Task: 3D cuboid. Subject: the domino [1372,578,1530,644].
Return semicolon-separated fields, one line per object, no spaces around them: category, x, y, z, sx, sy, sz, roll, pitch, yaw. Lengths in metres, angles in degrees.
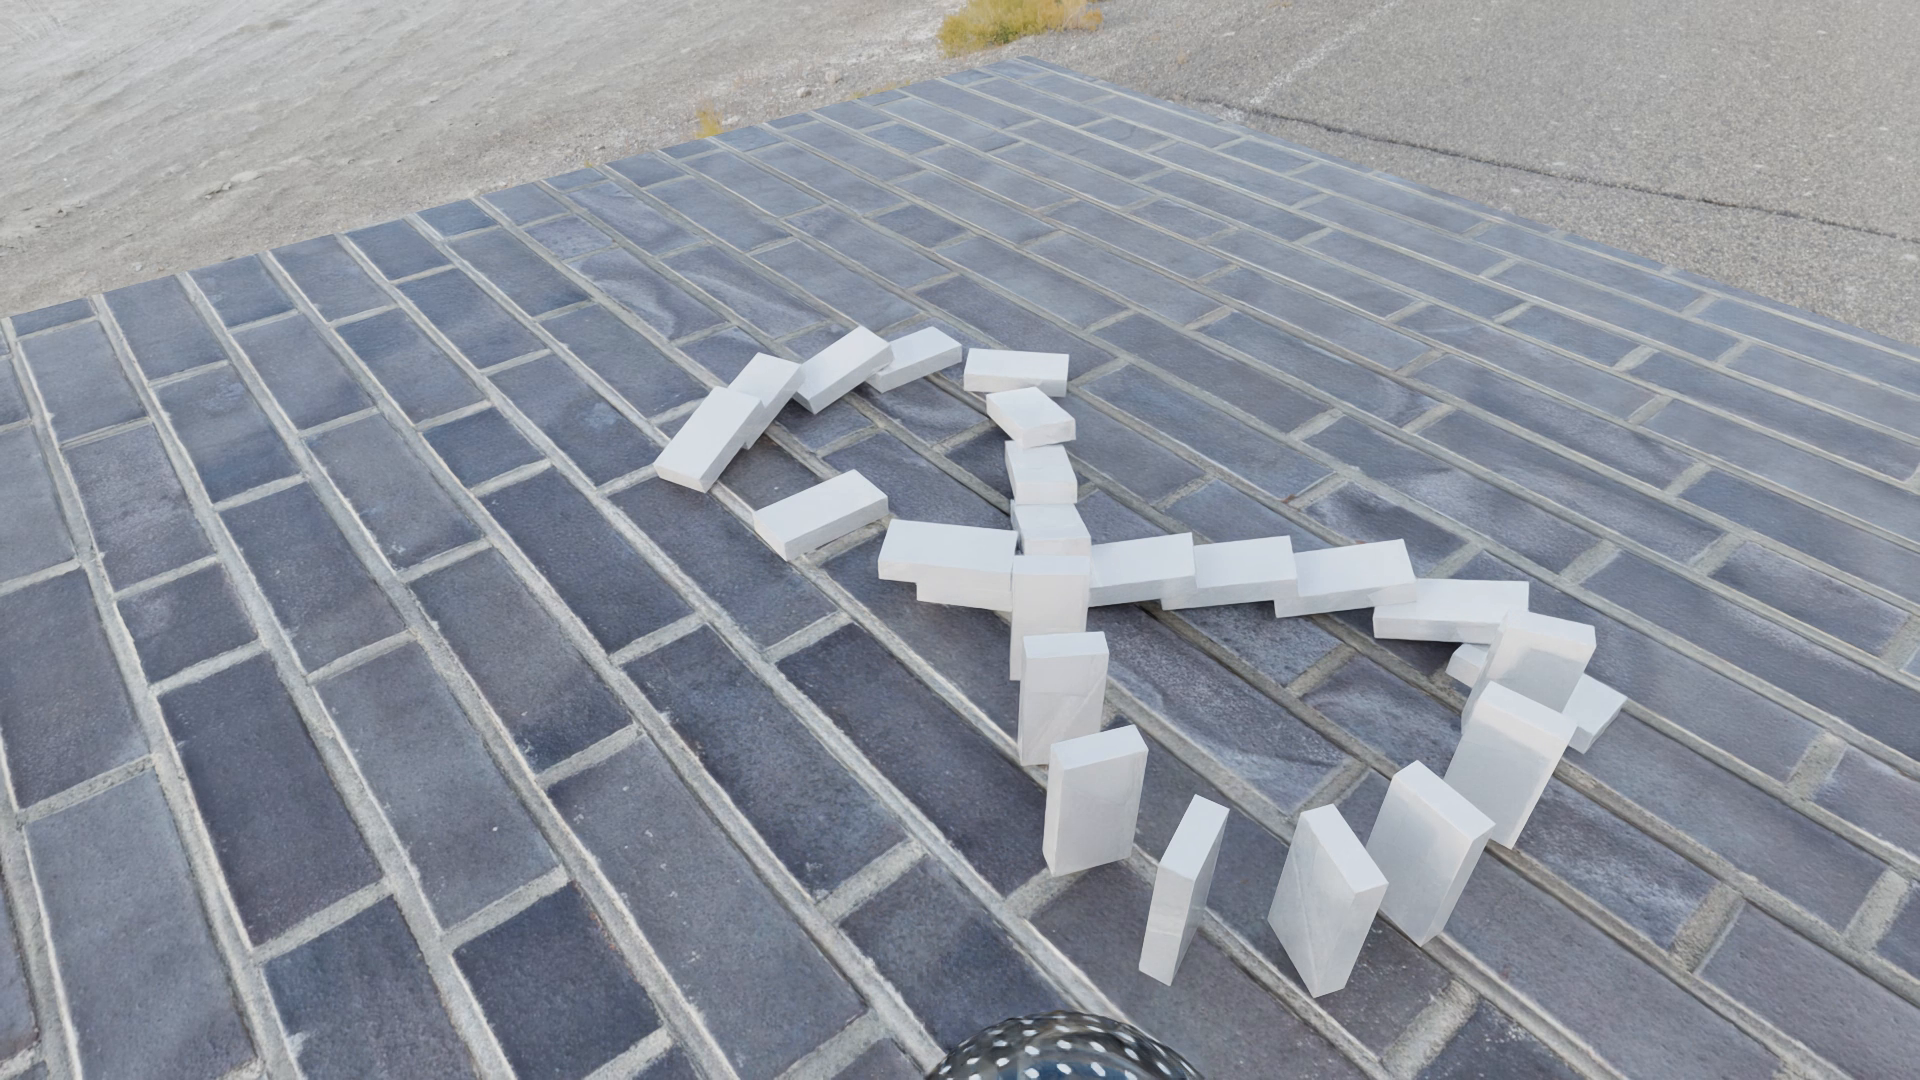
domino;0.179;0.026;0.401;0.050;0.010;0.025;1;34;28

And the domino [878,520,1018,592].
domino;-0.004;0.006;0.422;0.050;0.010;0.025;6;40;7

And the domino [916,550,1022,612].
domino;0.010;0.015;0.426;0.050;0.010;0.025;6;40;8

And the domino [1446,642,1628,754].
domino;0.199;0.050;0.382;0.025;0.010;0.050;-29;48;-31

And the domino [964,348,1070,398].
domino;0.028;-0.083;0.545;0.050;0.009;0.025;5;40;5

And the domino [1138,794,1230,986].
domino;0.060;0.095;0.296;0.009;0.050;0.025;20;44;23

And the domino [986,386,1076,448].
domino;0.032;-0.057;0.504;0.025;0.009;0.050;-11;27;-13

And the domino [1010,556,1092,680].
domino;0.030;0.027;0.378;0.025;0.050;0.009;0;39;0

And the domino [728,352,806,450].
domino;-0.097;-0.066;0.515;0.025;0.010;0.050;18;56;21

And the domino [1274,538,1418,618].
domino;0.143;0.015;0.415;0.050;0.010;0.025;-8;37;15

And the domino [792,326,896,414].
domino;-0.059;-0.083;0.535;0.050;0.010;0.025;-38;51;-18

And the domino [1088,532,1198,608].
domino;0.064;0.012;0.419;0.050;0.010;0.025;-8;37;14

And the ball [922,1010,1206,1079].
ball;0.022;0.138;0.220;0.080;0.080;0.080;0;39;0

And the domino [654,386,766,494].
domino;-0.111;-0.045;0.488;0.025;0.010;0.050;18;58;21

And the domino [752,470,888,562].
domino;-0.057;-0.011;0.457;0.050;0.009;0.025;-26;46;-28

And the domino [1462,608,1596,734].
domino;0.182;0.046;0.355;0.025;0.050;0.009;13;41;15

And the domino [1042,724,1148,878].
domino;0.038;0.076;0.318;0.025;0.050;0.009;-11;41;-13

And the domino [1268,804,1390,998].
domino;0.097;0.097;0.293;0.009;0.050;0.025;-11;41;-13

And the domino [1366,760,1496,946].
domino;0.127;0.087;0.305;0.010;0.050;0.025;-22;44;-25

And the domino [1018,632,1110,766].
domino;0.032;0.051;0.349;0.025;0.050;0.009;-3;39;-4

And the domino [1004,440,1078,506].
domino;0.034;-0.030;0.470;0.025;0.010;0.050;-2;26;-2

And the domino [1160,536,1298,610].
domino;0.102;0.013;0.419;0.050;0.009;0.025;-7;38;13

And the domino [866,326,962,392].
domino;-0.026;-0.092;0.555;0.050;0.010;0.025;-26;46;-28

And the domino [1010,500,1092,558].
domino;0.035;-0.005;0.436;0.025;0.010;0.050;-3;20;-3

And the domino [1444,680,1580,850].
domino;0.162;0.068;0.329;0.025;0.050;0.009;28;47;30
